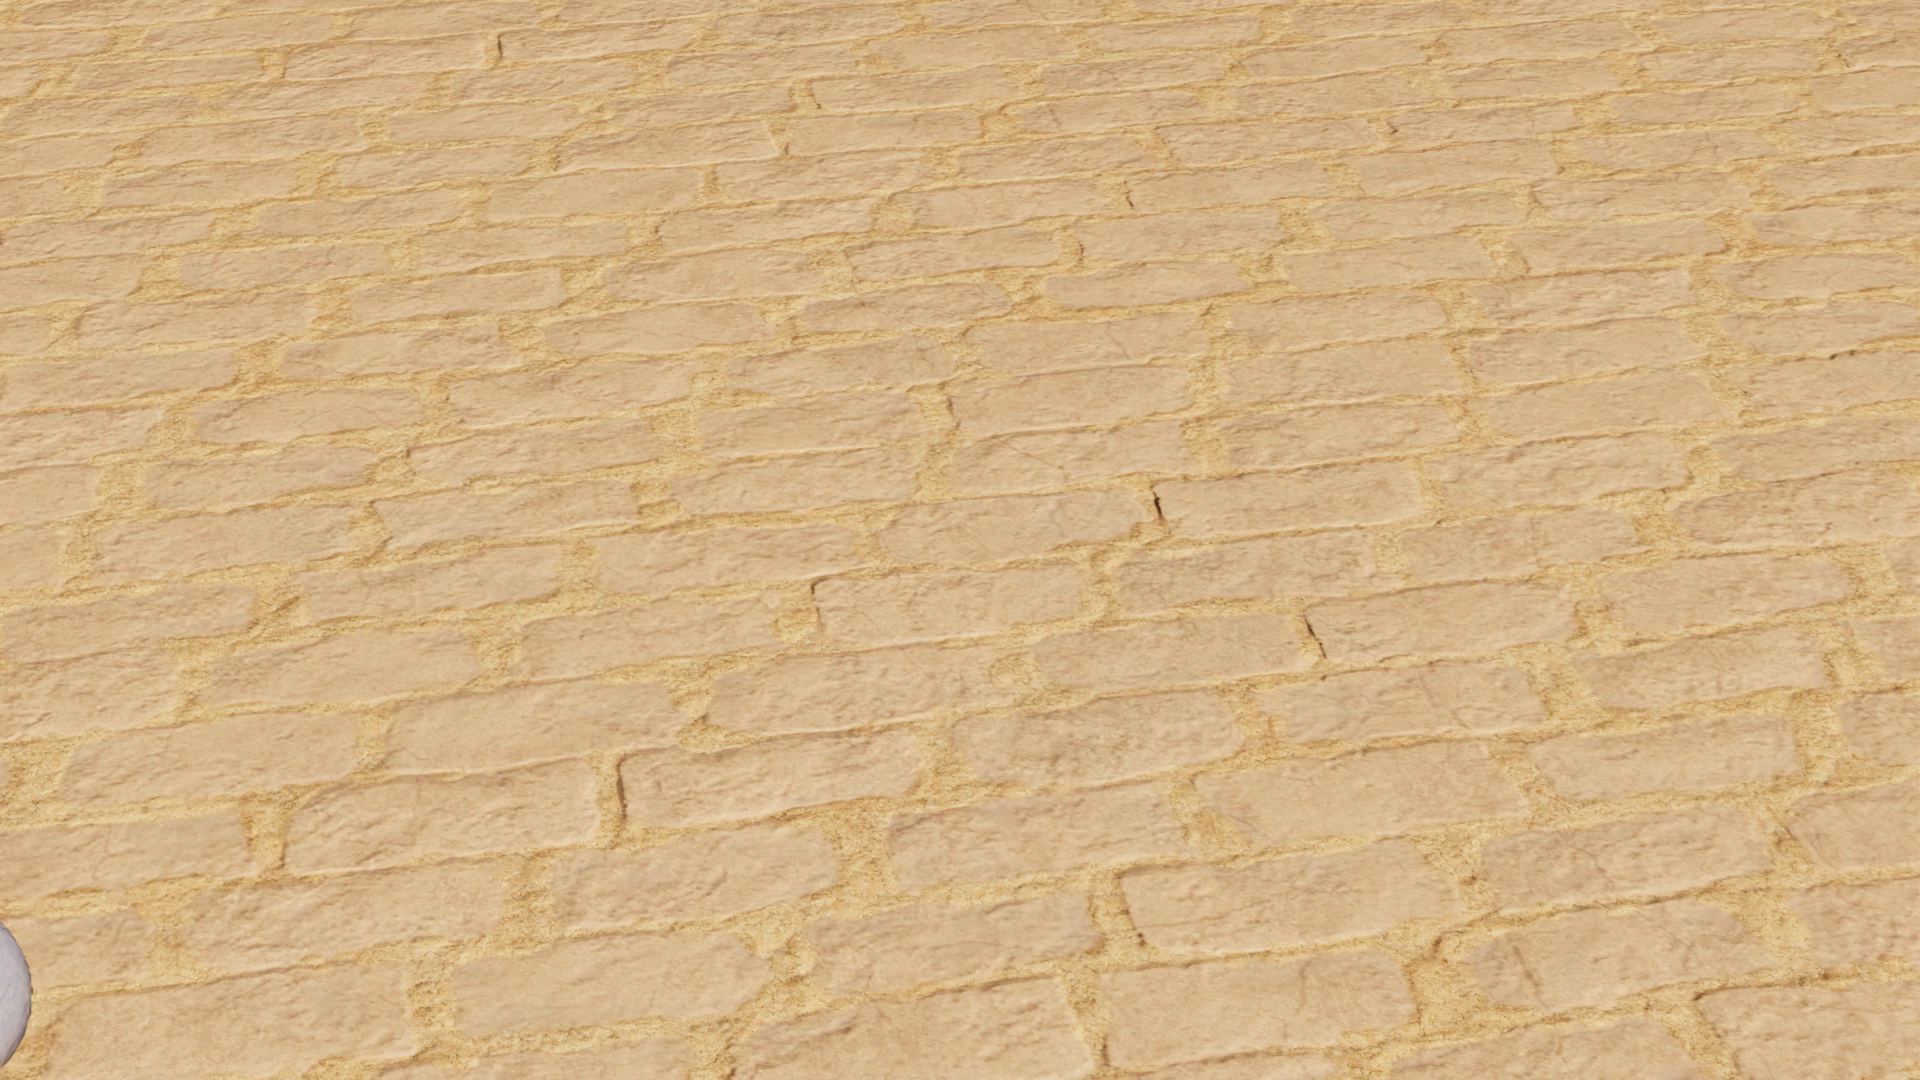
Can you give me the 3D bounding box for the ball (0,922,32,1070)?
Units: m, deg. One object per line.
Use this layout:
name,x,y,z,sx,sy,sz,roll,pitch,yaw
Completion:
ball,-0.450,0.199,1.278,0.091,0.091,0.091,0,32,0
